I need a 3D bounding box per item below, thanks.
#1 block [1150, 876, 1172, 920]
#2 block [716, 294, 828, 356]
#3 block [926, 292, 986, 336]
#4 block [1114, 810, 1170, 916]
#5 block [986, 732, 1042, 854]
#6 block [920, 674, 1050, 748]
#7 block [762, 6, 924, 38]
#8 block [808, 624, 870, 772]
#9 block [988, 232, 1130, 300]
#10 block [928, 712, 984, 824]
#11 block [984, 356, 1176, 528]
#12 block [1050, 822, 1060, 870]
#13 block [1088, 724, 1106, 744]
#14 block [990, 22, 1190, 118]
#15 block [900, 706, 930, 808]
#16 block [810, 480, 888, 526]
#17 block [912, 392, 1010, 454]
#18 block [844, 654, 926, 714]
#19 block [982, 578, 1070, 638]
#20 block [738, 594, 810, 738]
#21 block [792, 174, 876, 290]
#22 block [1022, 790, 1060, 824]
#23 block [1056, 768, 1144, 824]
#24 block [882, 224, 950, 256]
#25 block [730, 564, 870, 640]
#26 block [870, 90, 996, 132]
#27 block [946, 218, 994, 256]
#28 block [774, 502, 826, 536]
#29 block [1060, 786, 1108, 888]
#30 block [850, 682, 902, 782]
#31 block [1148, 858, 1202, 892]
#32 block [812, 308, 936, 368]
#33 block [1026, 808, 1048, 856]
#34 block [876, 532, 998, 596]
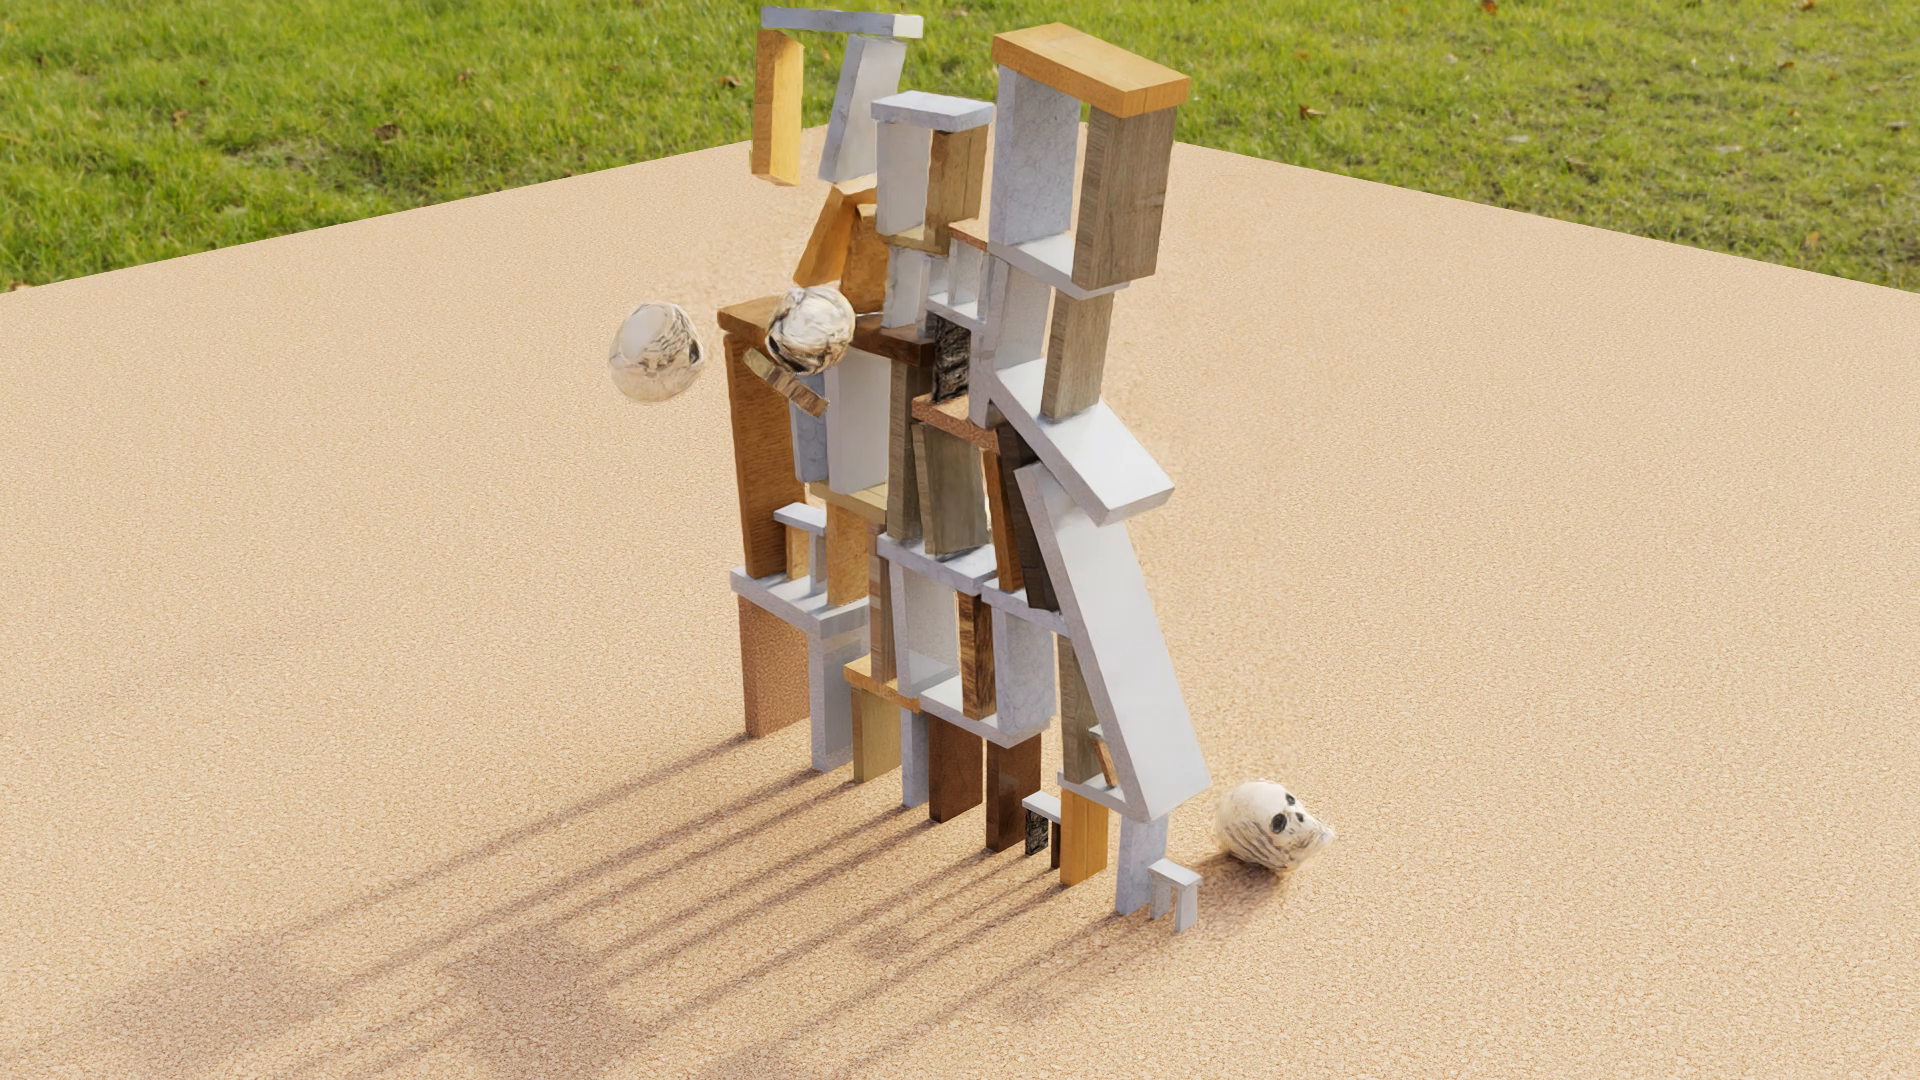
[{"bbox_3d":[0.374,0.657,4.095,0.013,0.092,0.046,21,31,41],"label":"block"},{"bbox_3d":[-0.356,-0.430,4.396,0.135,0.038,0.270,-20,28,-33],"label":"block"},{"bbox_3d":[0.025,-0.415,4.019,0.084,0.024,0.168,-19,35,-39],"label":"block"},{"bbox_3d":[0.340,0.588,4.106,0.030,0.209,0.104,24,33,39],"label":"block"},{"bbox_3d":[0.105,0.483,4.315,0.120,0.240,0.034,-21,31,-40],"label":"block"},{"bbox_3d":[0.048,0.334,4.314,0.240,0.034,0.120,21,31,40],"label":"block"},{"bbox_3d":[-0.219,-0.967,4.109,0.270,0.038,0.135,9,13,21],"label":"block"},{"bbox_3d":[-0.239,0.311,4.614,0.162,0.324,0.046,-21,31,-41],"label":"block"},{"bbox_3d":[0.172,-0.487,3.825,0.120,0.034,0.239,-19,39,-37],"label":"block"},{"bbox_3d":[-0.008,0.438,4.420,0.034,0.240,0.120,21,31,40],"label":"block"},{"bbox_3d":[0.213,-0.181,3.913,0.171,0.048,0.341,-19,61,-39],"label":"block"},{"bbox_3d":[0.199,0.582,4.259,0.015,0.103,0.051,21,31,41],"label":"block"},{"bbox_3d":[0.288,0.361,4.039,0.097,0.014,0.049,18,28,41],"label":"block"},{"bbox_3d":[0.214,-0.780,3.637,0.154,0.044,0.309,-21,40,-38],"label":"block"},{"bbox_3d":[-0.068,0.424,4.477,0.031,0.221,0.111,20,30,41],"label":"block"},{"bbox_3d":[-0.183,-0.090,4.389,0.115,0.033,0.229,-19,30,-40],"label":"block"},{"bbox_3d":[0.040,-0.224,4.087,0.124,0.035,0.247,-21,35,-40],"label":"block"},{"bbox_3d":[-0.121,0.287,4.477,0.111,0.031,0.221,-21,31,-41],"label":"block"},{"bbox_3d":[0.176,0.116,4.078,0.128,0.036,0.256,-21,31,-40],"label":"block"},{"bbox_3d":[-0.395,0.249,4.757,0.046,0.324,0.162,19,29,41],"label":"block"},{"bbox_3d":[-0.229,-0.585,4.174,0.033,0.234,0.117,46,43,19],"label":"block"},{"bbox_3d":[0.175,0.518,4.258,0.103,0.015,0.051,21,31,41],"label":"block"},{"bbox_3d":[0.293,0.461,4.101,0.209,0.030,0.104,20,30,40],"label":"block"},{"bbox_3d":[-0.060,-0.557,4.066,0.081,0.023,0.161,-24,29,-38],"label":"block"},{"bbox_3d":[-0.323,0.113,4.602,0.162,0.046,0.324,-18,29,-36],"label":"block"},{"bbox_3d":[-0.047,-0.768,3.938,0.213,0.030,0.107,19,32,41],"label":"block"},{"bbox_3d":[0.041,-0.545,3.944,0.064,0.018,0.128,-20,37,-39],"label":"block"},{"bbox_3d":[-0.310,-0.043,4.536,0.137,0.019,0.068,18,29,35],"label":"block"},{"bbox_3d":[0.238,0.548,4.200,0.030,0.209,0.104,21,31,41],"label":"block"},{"bbox_3d":[-0.173,0.384,4.573,0.111,0.221,0.031,-21,30,-41],"label":"block"},{"bbox_3d":[0.396,0.617,4.055,0.092,0.013,0.046,21,31,41],"label":"block"},{"bbox_3d":[-0.125,-0.395,4.209,0.152,0.043,0.304,-17,27,-41],"label":"block"},{"bbox_3d":[0.151,0.563,4.303,0.015,0.103,0.051,21,31,41],"label":"block"},{"bbox_3d":[-0.020,0.031,4.235,0.135,0.038,0.271,-21,31,-39],"label":"block"}]
